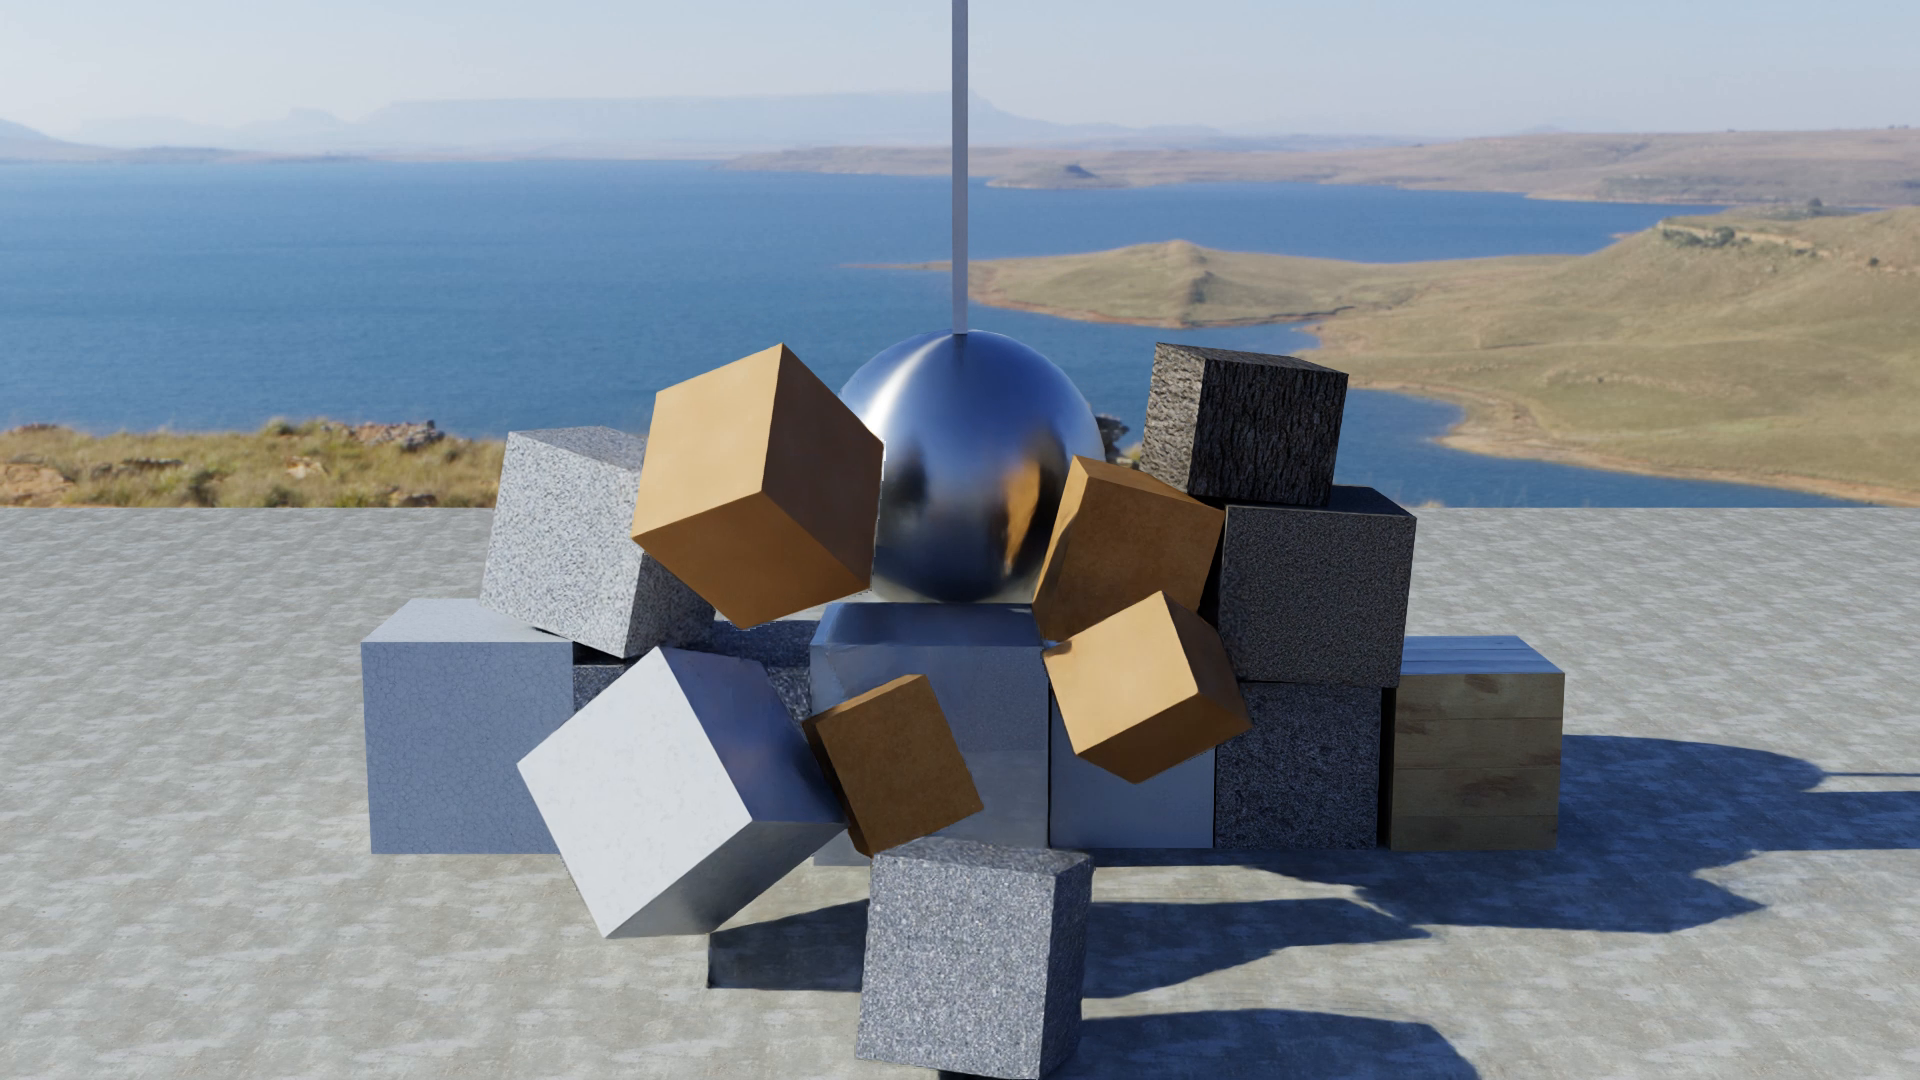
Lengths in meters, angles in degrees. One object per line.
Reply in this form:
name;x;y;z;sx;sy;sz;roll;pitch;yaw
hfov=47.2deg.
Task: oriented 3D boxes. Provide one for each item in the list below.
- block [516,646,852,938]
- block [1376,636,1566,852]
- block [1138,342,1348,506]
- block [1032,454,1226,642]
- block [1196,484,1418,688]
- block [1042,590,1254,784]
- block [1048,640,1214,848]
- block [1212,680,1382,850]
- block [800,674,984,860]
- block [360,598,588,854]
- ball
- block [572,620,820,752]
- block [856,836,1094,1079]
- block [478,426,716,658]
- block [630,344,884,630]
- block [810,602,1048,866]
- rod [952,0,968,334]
block;-1.195;1.103;9.549;0.873;0.880;0.792;-39;-23;17
block;2.557;1.032;11.349;0.837;0.909;0.846;0;10;-2
block;1.405;-0.586;11.003;0.741;0.659;0.758;5;10;-14
block;0.827;0.105;10.976;0.698;0.826;0.651;14;10;-6
block;1.697;0.193;11.164;0.924;0.849;0.976;3;10;-4
block;0.858;0.683;10.047;0.636;0.526;0.615;-29;-31;19
block;0.864;1.027;11.353;0.816;0.916;0.776;0;10;0
block;1.685;1.050;11.385;0.807;0.861;0.881;0;10;0
block;-0.309;0.995;9.743;0.526;0.637;0.575;-24;1;-11
block;-2.416;0.940;11.366;1.036;1.084;1.030;0;10;0
ball;0.000;-0.349;11.965;1.600;1.600;1.600;0;10;0
block;-1.303;1.000;11.363;1.175;0.967;1.078;0;10;0
block;0.074;1.571;8.370;0.687;0.750;0.753;5;-1;14
block;-1.759;-0.013;11.111;0.896;0.903;0.780;17;12;24
block;-0.945;-0.243;10.472;0.754;0.873;0.852;-18;-42;28
block;-0.133;0.965;11.156;1.146;1.109;0.996;0;10;2
rod;0.000;-3.577;10.898;0.080;5.200;0.080;0;18;0
